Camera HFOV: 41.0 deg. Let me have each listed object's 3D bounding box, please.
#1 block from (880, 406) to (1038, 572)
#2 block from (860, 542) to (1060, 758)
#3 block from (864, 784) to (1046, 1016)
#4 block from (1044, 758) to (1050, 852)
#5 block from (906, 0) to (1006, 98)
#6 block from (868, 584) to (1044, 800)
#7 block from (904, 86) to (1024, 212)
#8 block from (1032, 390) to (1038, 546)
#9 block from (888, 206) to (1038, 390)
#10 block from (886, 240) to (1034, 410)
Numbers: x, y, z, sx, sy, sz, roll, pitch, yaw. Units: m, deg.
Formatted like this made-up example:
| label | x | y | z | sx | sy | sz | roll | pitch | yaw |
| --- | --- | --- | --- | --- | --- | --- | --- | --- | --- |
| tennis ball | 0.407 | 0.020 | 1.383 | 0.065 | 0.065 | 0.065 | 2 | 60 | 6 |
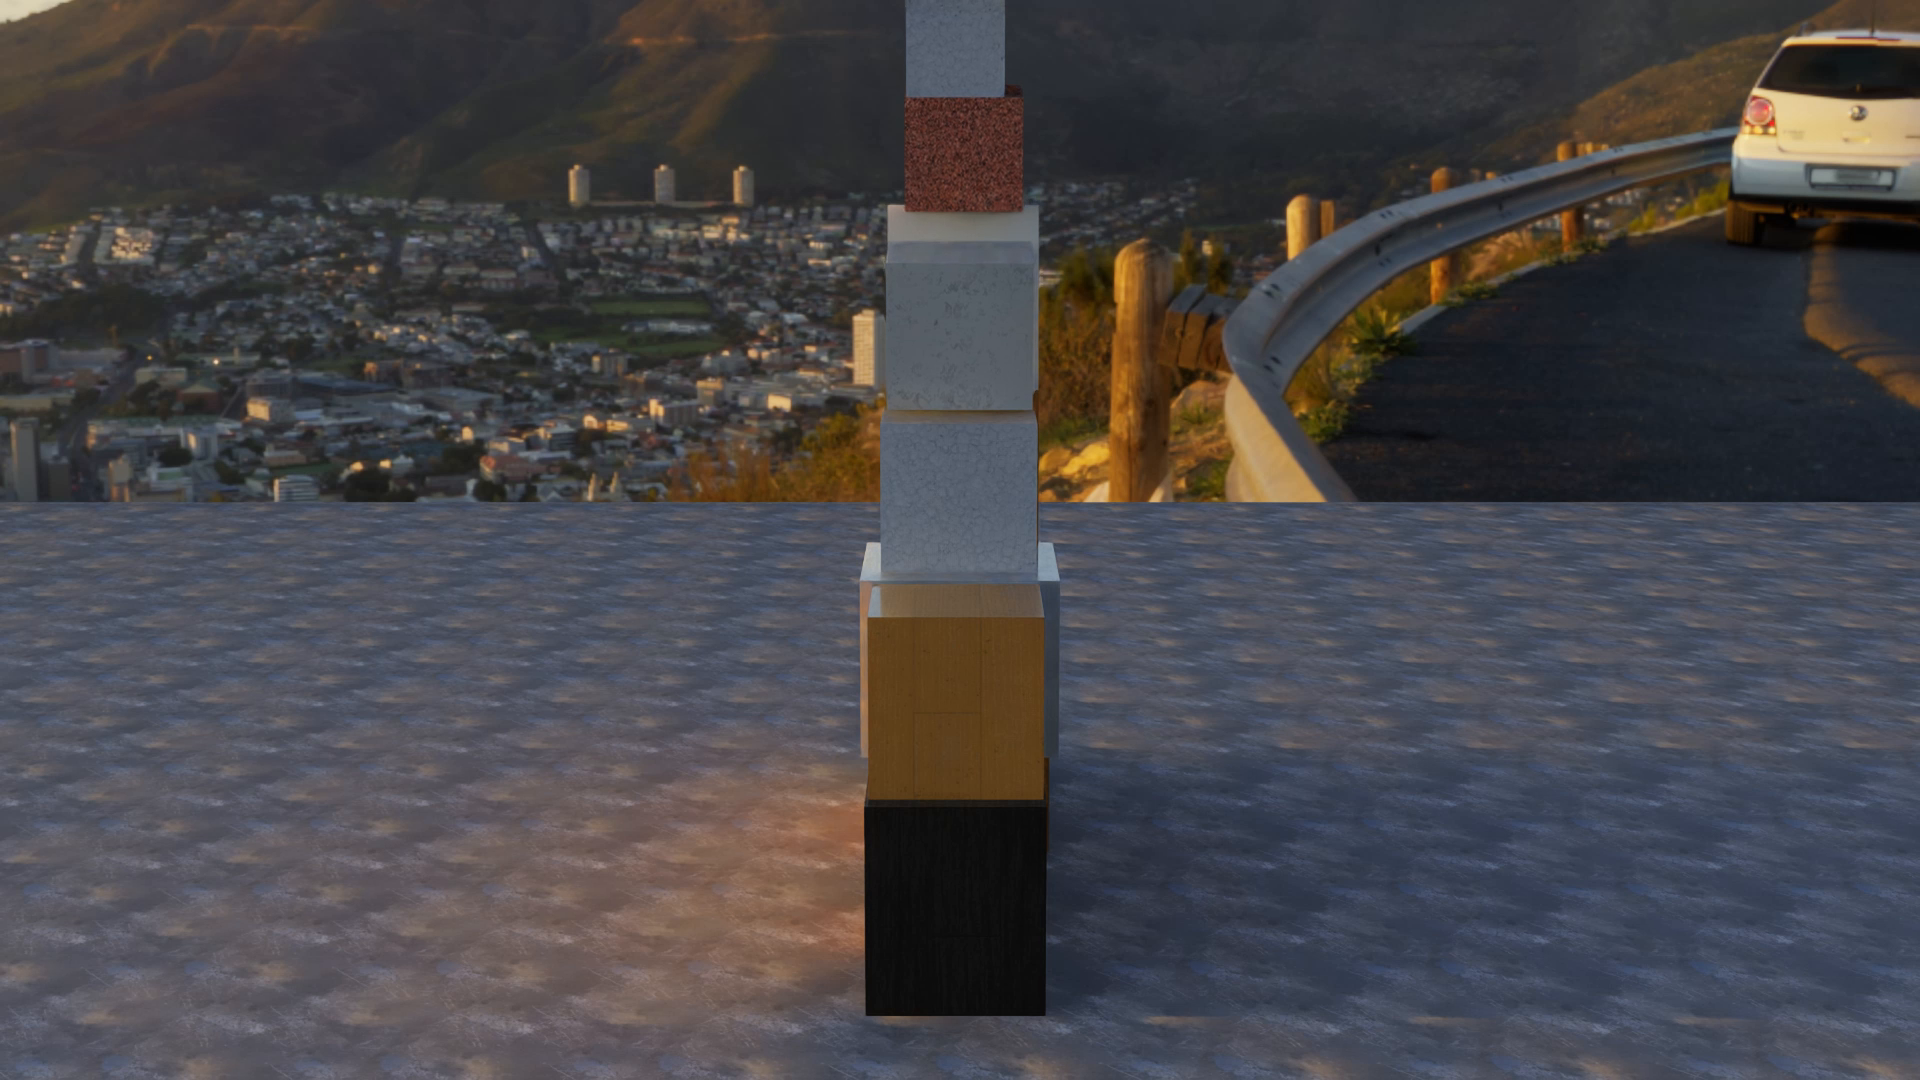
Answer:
| label | x | y | z | sx | sy | sz | roll | pitch | yaw |
| --- | --- | --- | --- | --- | --- | --- | --- | --- | --- |
| block | -0.005 | -0.216 | 10.526 | 0.627 | 0.602 | 0.533 | 0 | 10 | 0 |
| block | -0.001 | 0.441 | 10.613 | 0.792 | 0.721 | 0.841 | 0 | 10 | 0 |
| block | -0.017 | 1.334 | 9.944 | 0.680 | 0.817 | 0.675 | 0 | 10 | 0 |
| block | 0.011 | 0.929 | 12.035 | 0.787 | 0.866 | 0.817 | 0 | 10 | 0 |
| block | -0.019 | -2.115 | 10.809 | 0.409 | 0.446 | 0.426 | 0 | 17 | 0 |
| block | -0.015 | 0.575 | 9.882 | 0.657 | 0.700 | 0.627 | 0 | 10 | 0 |
| block | 0.016 | -1.674 | 10.944 | 0.494 | 0.478 | 0.432 | 0 | 17 | 0 |
| block | 0.016 | -0.329 | 11.121 | 0.629 | 0.638 | 0.616 | 0 | 6 | 0 |
| block | 0.014 | -1.073 | 11.337 | 0.646 | 0.793 | 0.666 | 0 | 6 | 0 |
| block | -0.001 | -0.900 | 10.682 | 0.597 | 0.609 | 0.548 | 0 | 17 | 0 |
